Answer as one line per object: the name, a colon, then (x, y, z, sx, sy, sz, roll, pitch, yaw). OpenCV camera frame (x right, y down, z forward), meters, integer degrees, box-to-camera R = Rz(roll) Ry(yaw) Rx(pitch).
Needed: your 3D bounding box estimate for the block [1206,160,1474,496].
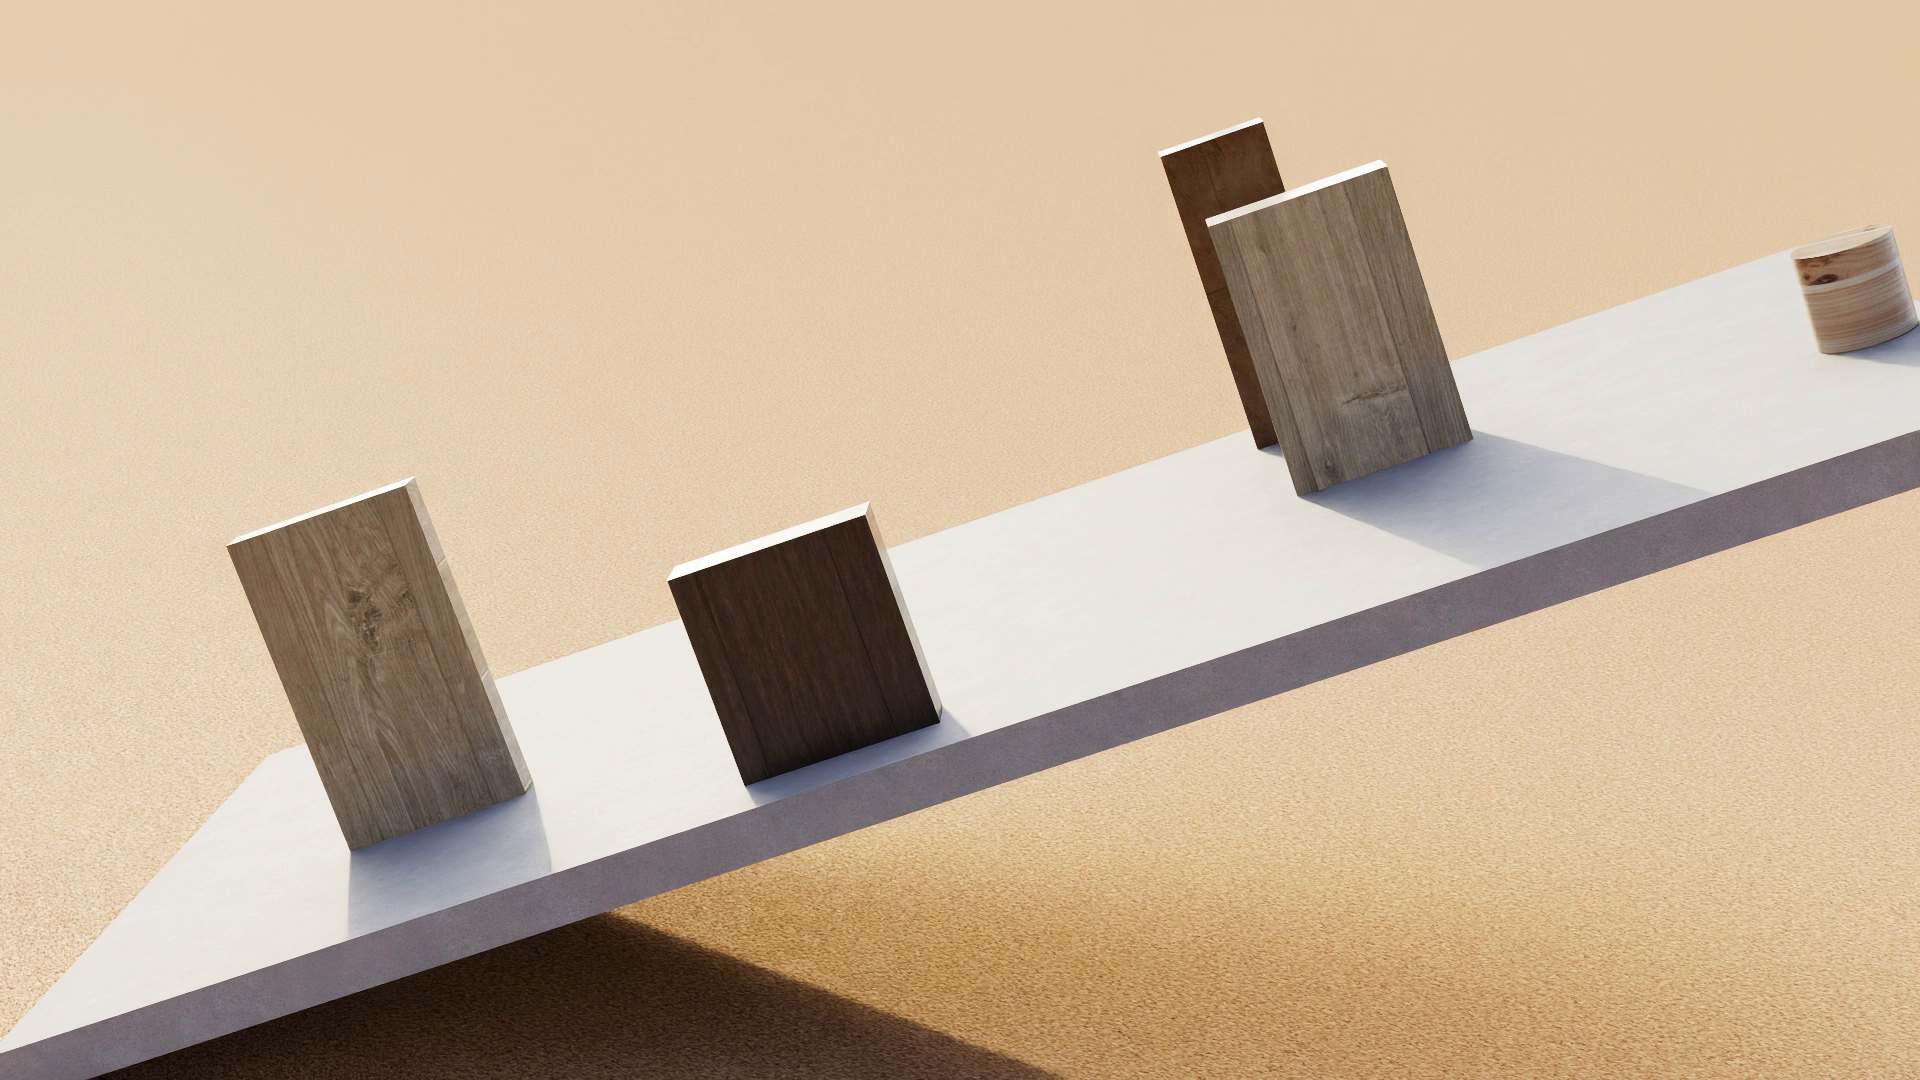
block: (0.810, -0.452, 6.290, 0.392, 0.613, 0.145, -18, 11, 6)

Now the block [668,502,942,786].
block: (-0.288, 0.196, 5.536, 0.391, 0.420, 0.117, -18, 11, 6)

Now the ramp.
ramp: (0.109, 0.179, 6.303, 4.000, 0.100, 2.000, -18, 11, 6)

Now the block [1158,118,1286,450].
block: (0.701, -0.600, 6.905, 0.248, 0.727, 0.126, -18, 11, 6)

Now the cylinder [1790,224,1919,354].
cylinder: (1.799, -0.505, 5.914, 0.203, 0.203, 0.203, -19, 11, 4)

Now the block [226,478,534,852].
block: (-1.197, 0.260, 6.090, 0.395, 0.689, 0.087, -18, 11, 6)
